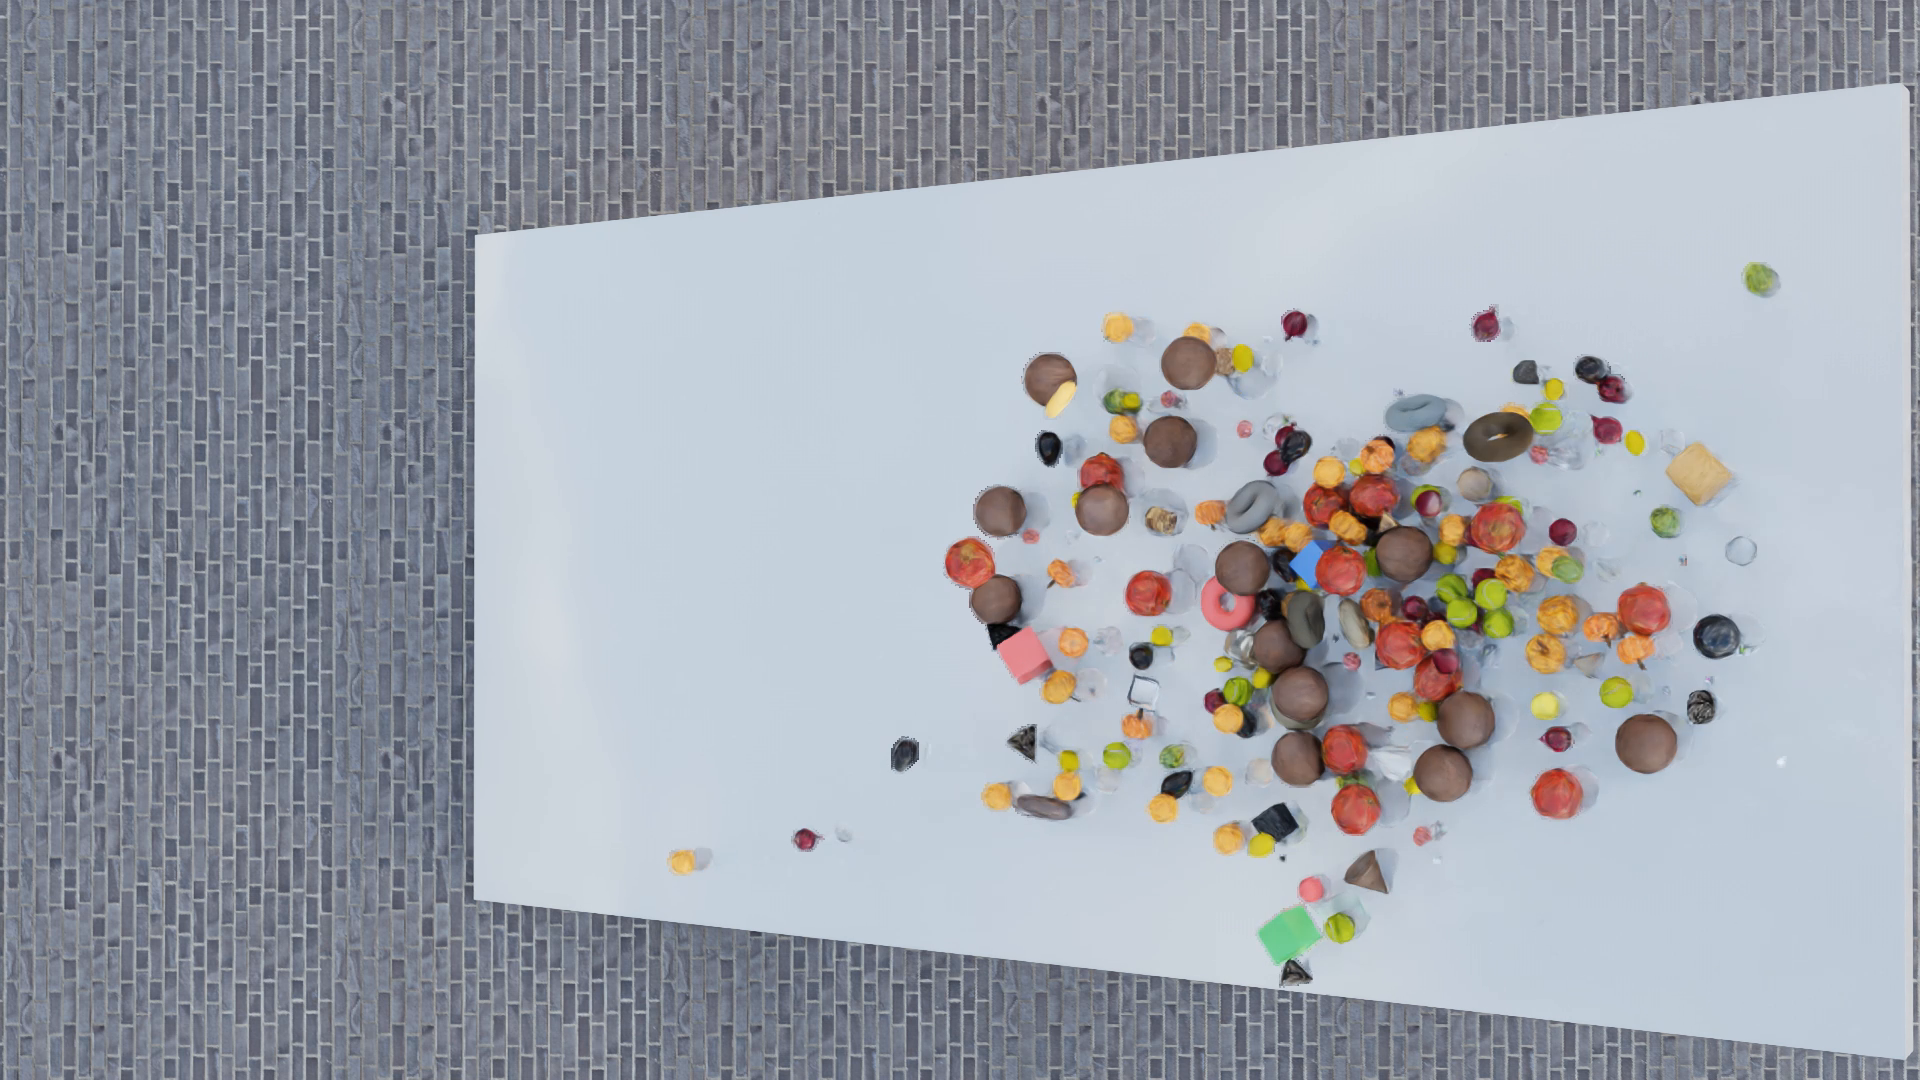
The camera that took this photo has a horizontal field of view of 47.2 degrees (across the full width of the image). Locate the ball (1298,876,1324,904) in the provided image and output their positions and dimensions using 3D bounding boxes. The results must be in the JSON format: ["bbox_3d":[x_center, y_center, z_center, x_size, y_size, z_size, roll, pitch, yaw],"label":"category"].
[{"bbox_3d":[0.822,0.820,5.151,0.060,0.060,0.060,0,89,0],"label":"ball"}]

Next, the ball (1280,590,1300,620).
[{"bbox_3d":[0.791,0.157,5.168,0.075,0.075,0.075,0,89,0],"label":"ball"}]

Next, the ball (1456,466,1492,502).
[{"bbox_3d":[1.153,-0.125,4.927,0.078,0.078,0.078,0,89,0],"label":"ball"}]

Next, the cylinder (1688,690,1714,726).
[{"bbox_3d":[1.576,0.356,4.677,0.054,0.054,0.054,9,120,15],"label":"cylinder"}]

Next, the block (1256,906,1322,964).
[{"bbox_3d":[0.754,0.903,5.036,0.087,0.087,0.087,-46,65,35],"label":"block"}]

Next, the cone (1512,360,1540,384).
[{"bbox_3d":[1.258,-0.357,4.835,0.061,0.061,0.061,-11,124,-16],"label":"cone"}]

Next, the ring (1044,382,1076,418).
[{"bbox_3d":[0.223,-0.311,4.871,0.032,0.096,0.096,37,90,5],"label":"ring"}]

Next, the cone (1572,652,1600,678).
[{"bbox_3d":[1.381,0.264,4.812,0.058,0.058,0.058,-44,90,16],"label":"cone"}]

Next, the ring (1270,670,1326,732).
[{"bbox_3d":[0.797,0.380,5.179,0.143,0.048,0.143,-1,87,32],"label":"ring"}]

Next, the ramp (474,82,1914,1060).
[{"bbox_3d":[0.261,0.072,5.603,4.000,0.100,2.000,0,89,32],"label":"ramp"}]

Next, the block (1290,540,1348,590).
[{"bbox_3d":[0.838,0.057,5.135,0.082,0.082,0.082,-49,66,22],"label":"block"}]

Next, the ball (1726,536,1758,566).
[{"bbox_3d":[1.648,0.022,4.640,0.065,0.065,0.065,0,89,0],"label":"ball"}]

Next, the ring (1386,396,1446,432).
[{"bbox_3d":[1.033,-0.288,4.984,0.139,0.139,0.046,-18,110,0],"label":"ring"}]

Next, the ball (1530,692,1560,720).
[{"bbox_3d":[1.293,0.368,4.860,0.063,0.063,0.063,0,89,0],"label":"ball"}]

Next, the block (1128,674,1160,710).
[{"bbox_3d":[0.445,0.368,5.314,0.061,0.061,0.061,14,72,16],"label":"block"}]

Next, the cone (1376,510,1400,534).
[{"bbox_3d":[0.958,-0.031,4.963,0.052,0.052,0.052,44,98,0],"label":"cone"}]

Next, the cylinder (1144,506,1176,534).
[{"bbox_3d":[0.490,-0.048,5.366,0.055,0.055,0.055,22,89,36],"label":"cylinder"}]

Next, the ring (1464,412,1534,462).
[{"bbox_3d":[1.153,-0.221,4.711,0.148,0.148,0.049,-22,124,0],"label":"ring"}]

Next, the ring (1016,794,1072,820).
[{"bbox_3d":[0.209,0.667,5.485,0.141,0.141,0.047,11,79,0],"label":"ring"}]

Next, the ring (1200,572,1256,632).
[{"bbox_3d":[0.643,0.148,5.277,0.143,0.048,0.143,3,95,33],"label":"ring"}]

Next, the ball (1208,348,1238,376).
[{"bbox_3d":[0.632,-0.428,5.277,0.069,0.069,0.069,0,89,0],"label":"ball"}]

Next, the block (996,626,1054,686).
[{"bbox_3d":[0.163,0.291,5.521,0.098,0.098,0.098,-31,74,-1],"label":"block"}]

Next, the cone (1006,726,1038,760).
[{"bbox_3d":[0.172,0.525,5.522,0.083,0.083,0.083,-38,61,0],"label":"cone"}]

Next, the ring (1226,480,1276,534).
[{"bbox_3d":[0.690,-0.078,5.213,0.049,0.146,0.146,36,90,-25],"label":"ring"}]

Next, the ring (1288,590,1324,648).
[{"bbox_3d":[0.793,0.183,5.041,0.045,0.135,0.135,-11,89,34],"label":"ring"}]

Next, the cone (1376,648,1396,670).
[{"bbox_3d":[0.972,0.286,5.084,0.055,0.055,0.055,12,48,-14],"label":"cone"}]

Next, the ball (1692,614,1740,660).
[{"bbox_3d":[1.577,0.202,4.584,0.096,0.096,0.096,0,89,0],"label":"ball"}]

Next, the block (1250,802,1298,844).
[{"bbox_3d":[0.745,0.670,5.197,0.068,0.068,0.068,-41,69,25],"label":"block"}]

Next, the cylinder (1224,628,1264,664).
[{"bbox_3d":[0.678,0.253,5.238,0.070,0.070,0.070,22,89,35],"label":"cylinder"}]

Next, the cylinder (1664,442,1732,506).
[{"bbox_3d":[1.568,-0.140,4.672,0.098,0.098,0.098,-39,68,0],"label":"cylinder"}]
